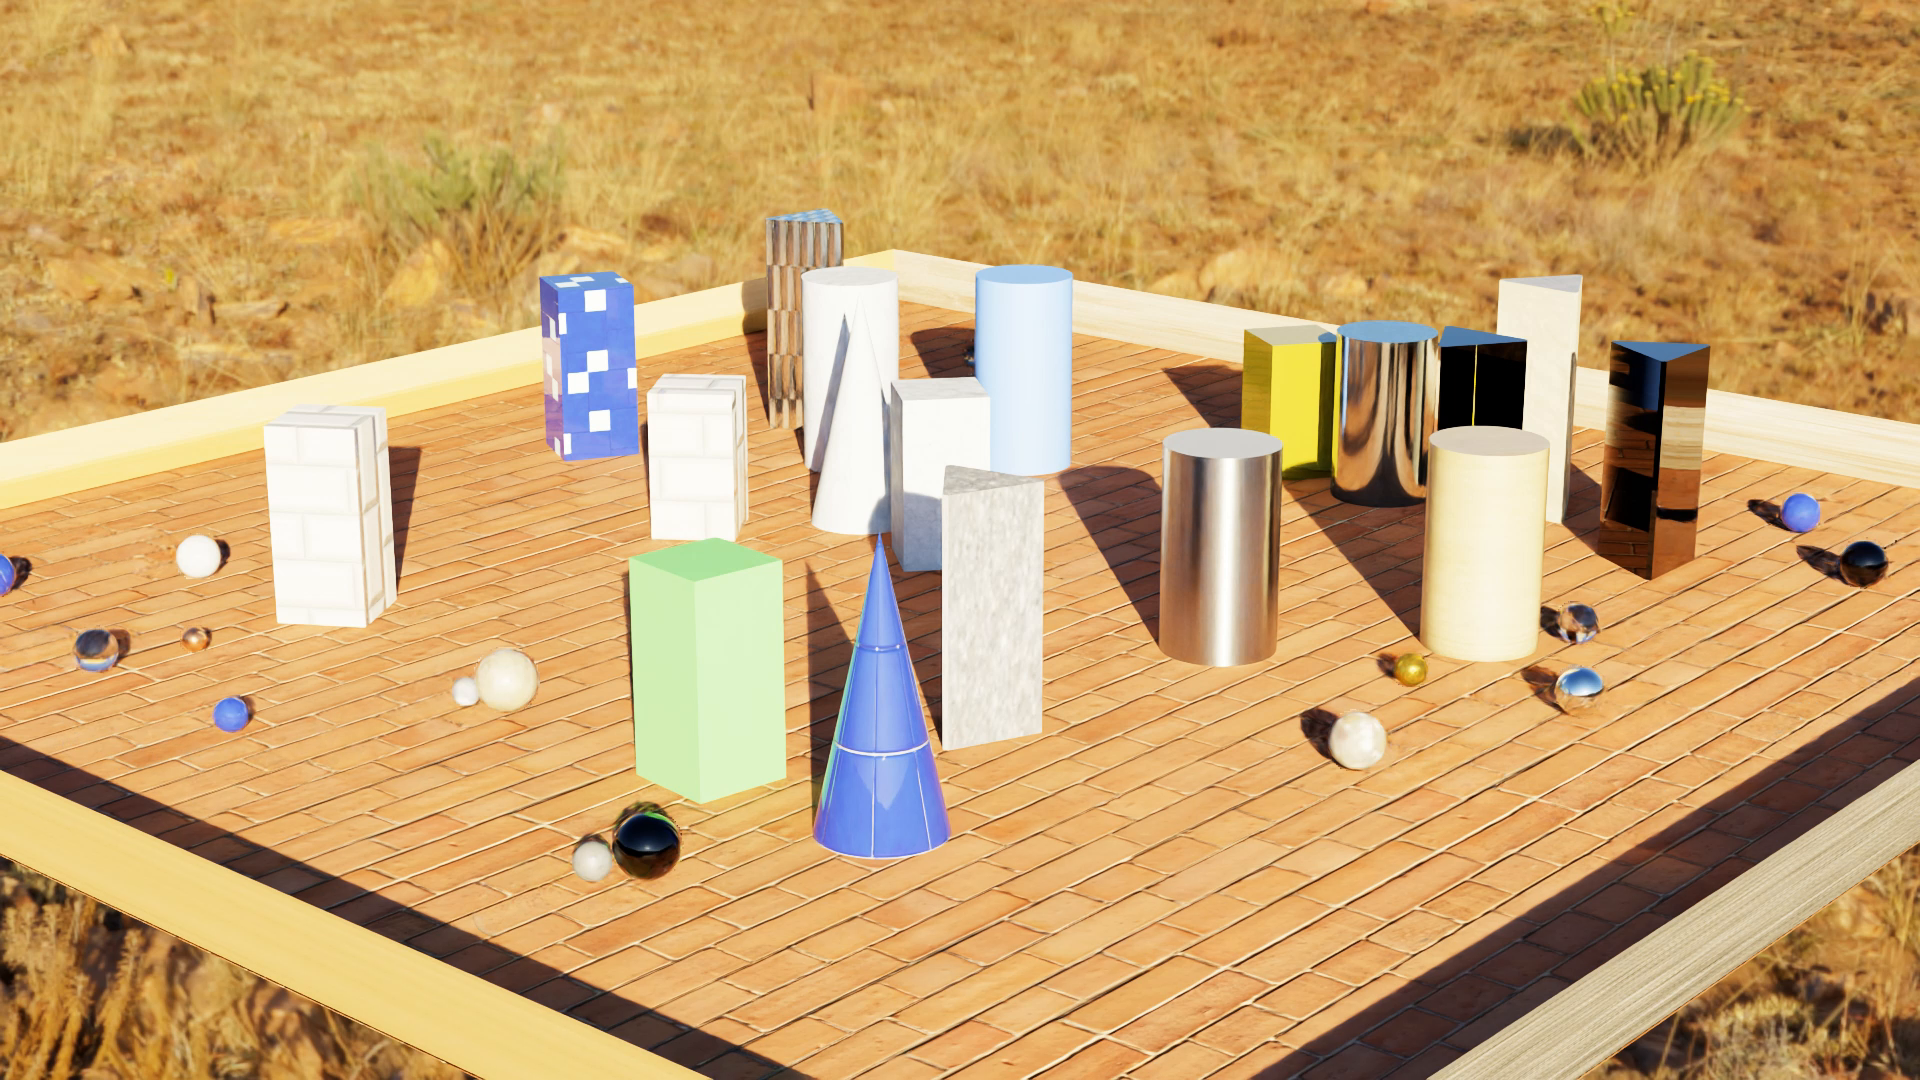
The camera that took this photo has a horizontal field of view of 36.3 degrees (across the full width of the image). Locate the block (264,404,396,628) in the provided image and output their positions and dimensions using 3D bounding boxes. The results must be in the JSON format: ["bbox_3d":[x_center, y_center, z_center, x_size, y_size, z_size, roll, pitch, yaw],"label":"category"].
[{"bbox_3d":[-1.070,-0.043,4.994,0.156,0.344,0.156,3,17,9],"label":"block"}]

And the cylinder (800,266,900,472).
[{"bbox_3d":[-0.220,-0.343,5.916,0.195,0.386,0.195,0,17,0],"label":"cylinder"}]

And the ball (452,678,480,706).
[{"bbox_3d":[-0.771,0.237,4.582,0.046,0.046,0.046,0,17,0],"label":"ball"}]

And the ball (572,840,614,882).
[{"bbox_3d":[-0.492,0.431,3.925,0.055,0.055,0.055,0,17,0],"label":"ball"}]

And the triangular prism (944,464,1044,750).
[{"bbox_3d":[0.017,0.095,4.445,0.169,0.398,0.146,-9,19,-27],"label":"triangular prism"}]

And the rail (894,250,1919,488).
[{"bbox_3d":[1.130,-0.344,6.366,3.483,0.127,0.045,14,22,39],"label":"rail"}]

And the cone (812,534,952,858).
[{"bbox_3d":[-0.109,0.198,4.033,0.195,0.438,0.195,0,17,0],"label":"cone"}]

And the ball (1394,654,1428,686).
[{"bbox_3d":[0.718,0.207,4.671,0.053,0.053,0.053,0,17,0],"label":"ball"}]

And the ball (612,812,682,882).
[{"bbox_3d":[-0.419,0.411,3.928,0.092,0.092,0.092,0,17,0],"label":"ball"}]

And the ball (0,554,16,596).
[{"bbox_3d":[-1.687,0.061,5.105,0.082,0.082,0.082,0,17,0],"label":"ball"}]

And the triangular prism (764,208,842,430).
[{"bbox_3d":[-0.306,-0.469,6.226,0.169,0.449,0.146,5,17,15],"label":"triangular prism"}]

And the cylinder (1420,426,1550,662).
[{"bbox_3d":[0.864,0.004,4.833,0.195,0.347,0.195,0,17,0],"label":"cylinder"}]

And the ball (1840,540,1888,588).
[{"bbox_3d":[1.592,0.042,5.165,0.084,0.084,0.084,0,17,0],"label":"ball"}]

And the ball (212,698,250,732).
[{"bbox_3d":[-1.112,0.267,4.470,0.054,0.054,0.054,0,17,0],"label":"ball"}]

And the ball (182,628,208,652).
[{"bbox_3d":[-1.261,0.164,4.833,0.041,0.041,0.041,0,17,0],"label":"ball"}]

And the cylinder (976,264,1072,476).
[{"bbox_3d":[0.128,-0.344,5.914,0.195,0.390,0.195,0,17,0],"label":"cylinder"}]

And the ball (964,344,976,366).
[{"bbox_3d":[0.035,-0.426,6.771,0.052,0.052,0.052,0,17,0],"label":"ball"}]

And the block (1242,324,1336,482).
[{"bbox_3d":[0.667,-0.276,5.882,0.156,0.278,0.156,-5,17,-15],"label":"block"}]

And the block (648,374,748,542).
[{"bbox_3d":[-0.488,-0.156,5.482,0.156,0.278,0.156,2,17,5],"label":"block"}]

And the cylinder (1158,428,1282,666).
[{"bbox_3d":[0.427,0.010,4.809,0.195,0.350,0.195,0,17,0],"label":"cylinder"}]

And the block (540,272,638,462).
[{"bbox_3d":[-0.762,-0.358,6.025,0.156,0.353,0.156,-7,18,-21],"label":"block"}]

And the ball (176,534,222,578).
[{"bbox_3d":[-1.354,0.030,5.215,0.078,0.078,0.078,0,17,0],"label":"ball"}]

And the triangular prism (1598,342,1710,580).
[{"bbox_3d":[1.223,-0.152,5.260,0.146,0.399,0.169,14,22,38],"label":"triangular prism"}]

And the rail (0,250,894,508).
[{"bbox_3d":[-1.297,-0.293,6.198,0.045,0.127,3.495,14,22,39],"label":"rail"}]

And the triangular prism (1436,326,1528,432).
[{"bbox_3d":[0.893,-0.159,5.239,0.169,0.425,0.146,-5,17,-16],"label":"triangular prism"}]

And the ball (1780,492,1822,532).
[{"bbox_3d":[1.574,-0.051,5.489,0.074,0.074,0.074,0,17,0],"label":"ball"}]

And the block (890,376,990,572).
[{"bbox_3d":[-0.036,-0.120,5.299,0.156,0.316,0.156,-3,17,-9],"label":"block"}]

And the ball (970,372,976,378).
[{"bbox_3d":[0.056,-0.330,6.399,0.084,0.084,0.084,0,17,0],"label":"ball"}]

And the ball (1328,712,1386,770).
[{"bbox_3d":[0.585,0.296,4.318,0.086,0.086,0.086,0,17,0],"label":"ball"}]

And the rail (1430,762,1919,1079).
[{"bbox_3d":[1.297,0.357,4.042,0.045,0.127,3.495,14,22,39],"label":"rail"}]

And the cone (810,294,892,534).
[{"bbox_3d":[-0.186,-0.252,5.512,0.195,0.446,0.195,0,17,0],"label":"cone"}]

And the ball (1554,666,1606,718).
[{"bbox_3d":[0.960,0.235,4.535,0.078,0.078,0.078,0,17,0],"label":"ball"}]

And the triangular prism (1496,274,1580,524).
[{"bbox_3d":[1.130,-0.277,5.595,0.169,0.445,0.146,16,23,42],"label":"triangular prism"}]

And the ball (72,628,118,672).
[{"bbox_3d":[-1.395,0.178,4.732,0.072,0.072,0.072,0,17,0],"label":"ball"}]

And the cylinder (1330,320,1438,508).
[{"bbox_3d":[0.824,-0.246,5.701,0.195,0.326,0.195,0,17,0],"label":"cylinder"}]

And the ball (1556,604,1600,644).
[{"bbox_3d":[1.026,0.139,4.869,0.069,0.069,0.069,0,17,0],"label":"ball"}]

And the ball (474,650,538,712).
[{"bbox_3d":[-0.705,0.219,4.555,0.098,0.098,0.098,0,17,0],"label":"ball"}]

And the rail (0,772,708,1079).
[{"bbox_3d":[-1.130,0.408,3.874,3.483,0.127,0.045,14,22,39],"label":"rail"}]

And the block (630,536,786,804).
[{"bbox_3d":[-0.365,0.186,4.253,0.156,0.334,0.156,-14,22,-40],"label":"block"}]
